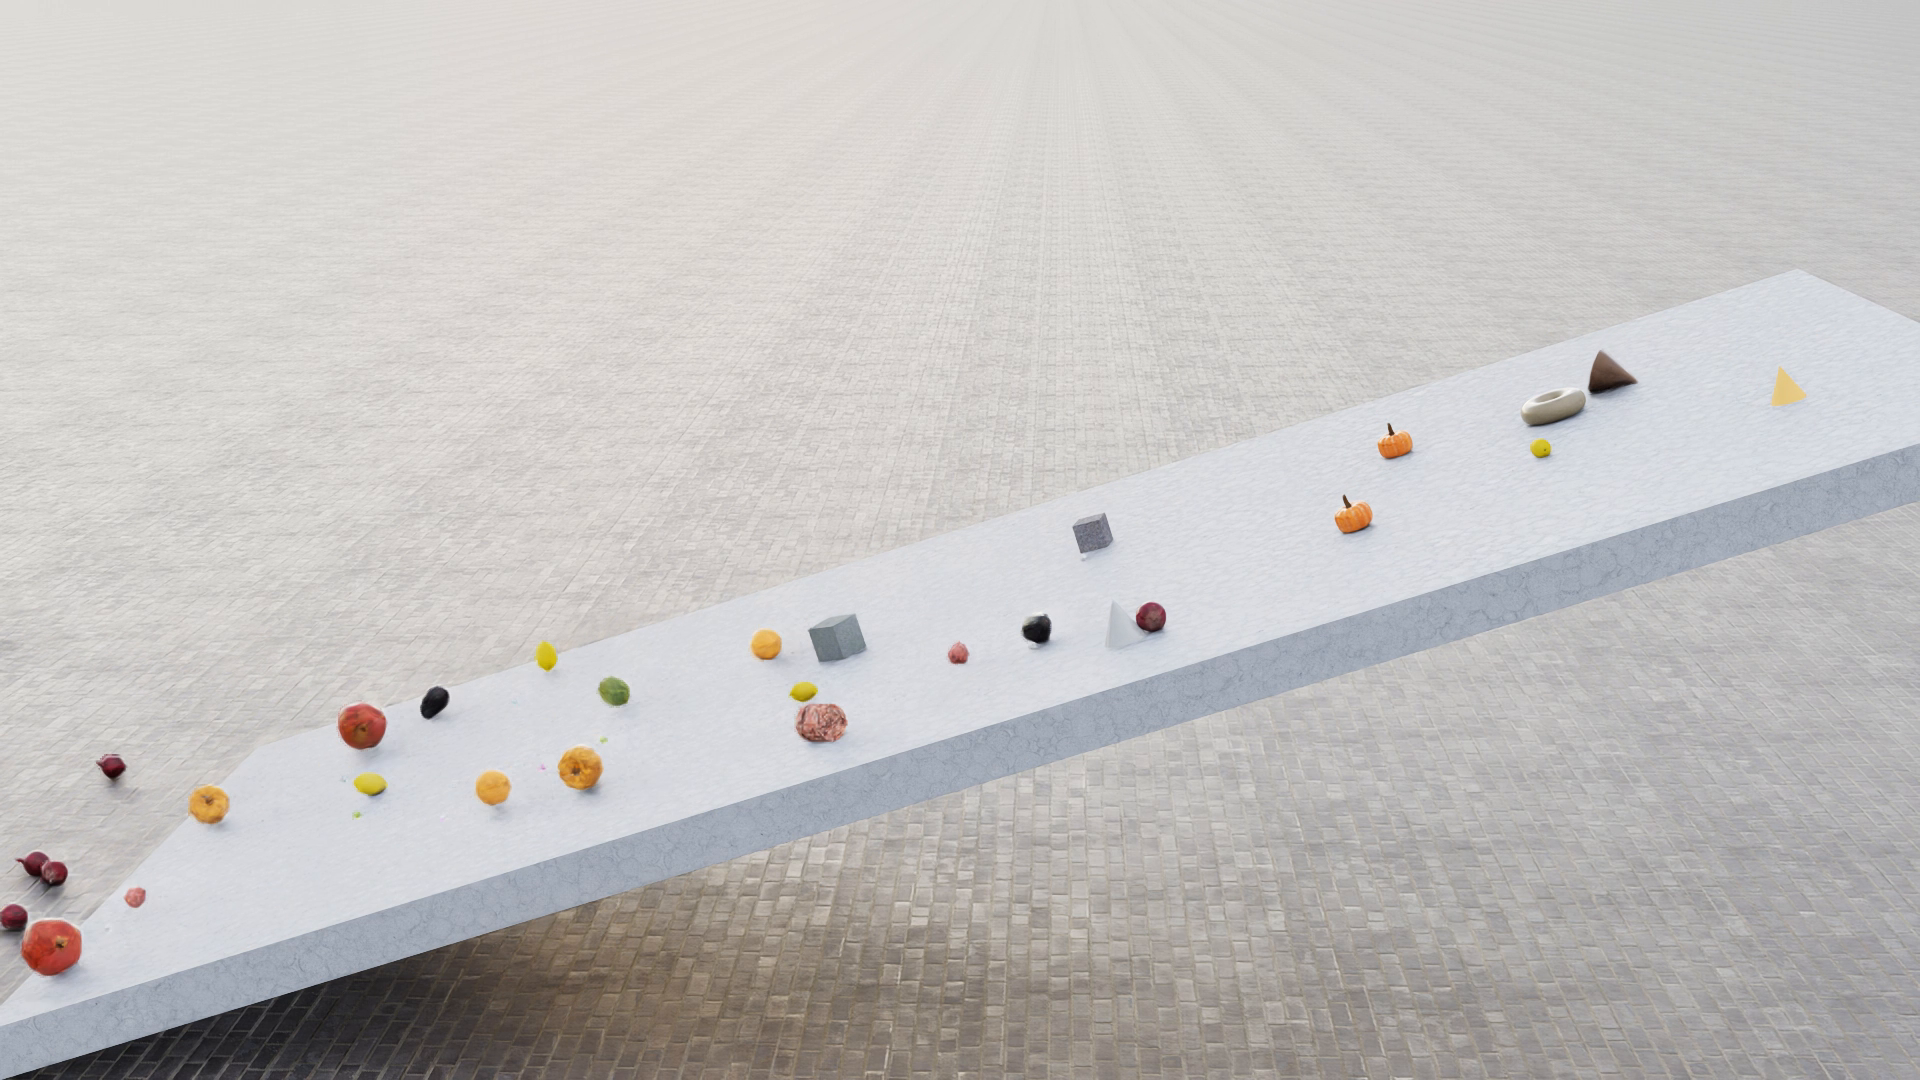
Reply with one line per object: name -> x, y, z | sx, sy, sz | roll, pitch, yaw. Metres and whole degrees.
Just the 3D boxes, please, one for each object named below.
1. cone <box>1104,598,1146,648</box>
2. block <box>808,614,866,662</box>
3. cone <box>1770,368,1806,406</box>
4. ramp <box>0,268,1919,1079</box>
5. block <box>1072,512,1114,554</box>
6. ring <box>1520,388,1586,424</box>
cone -> 0.303, 0.151, 5.616 | 0.085, 0.085, 0.085 | -18, 10, 3
block -> -0.263, 0.210, 6.303 | 0.076, 0.076, 0.076 | -9, 14, 42
cone -> 1.622, -0.310, 5.790 | 0.072, 0.072, 0.072 | -18, 10, 3
ramp -> 0.101, 0.183, 6.310 | 4.000, 0.100, 2.000 | -17, 10, 5
block -> 0.296, -0.016, 6.551 | 0.064, 0.064, 0.064 | -15, 11, 19
ring -> 1.277, -0.288, 6.333 | 0.143, 0.048, 0.143 | -19, 10, 4
